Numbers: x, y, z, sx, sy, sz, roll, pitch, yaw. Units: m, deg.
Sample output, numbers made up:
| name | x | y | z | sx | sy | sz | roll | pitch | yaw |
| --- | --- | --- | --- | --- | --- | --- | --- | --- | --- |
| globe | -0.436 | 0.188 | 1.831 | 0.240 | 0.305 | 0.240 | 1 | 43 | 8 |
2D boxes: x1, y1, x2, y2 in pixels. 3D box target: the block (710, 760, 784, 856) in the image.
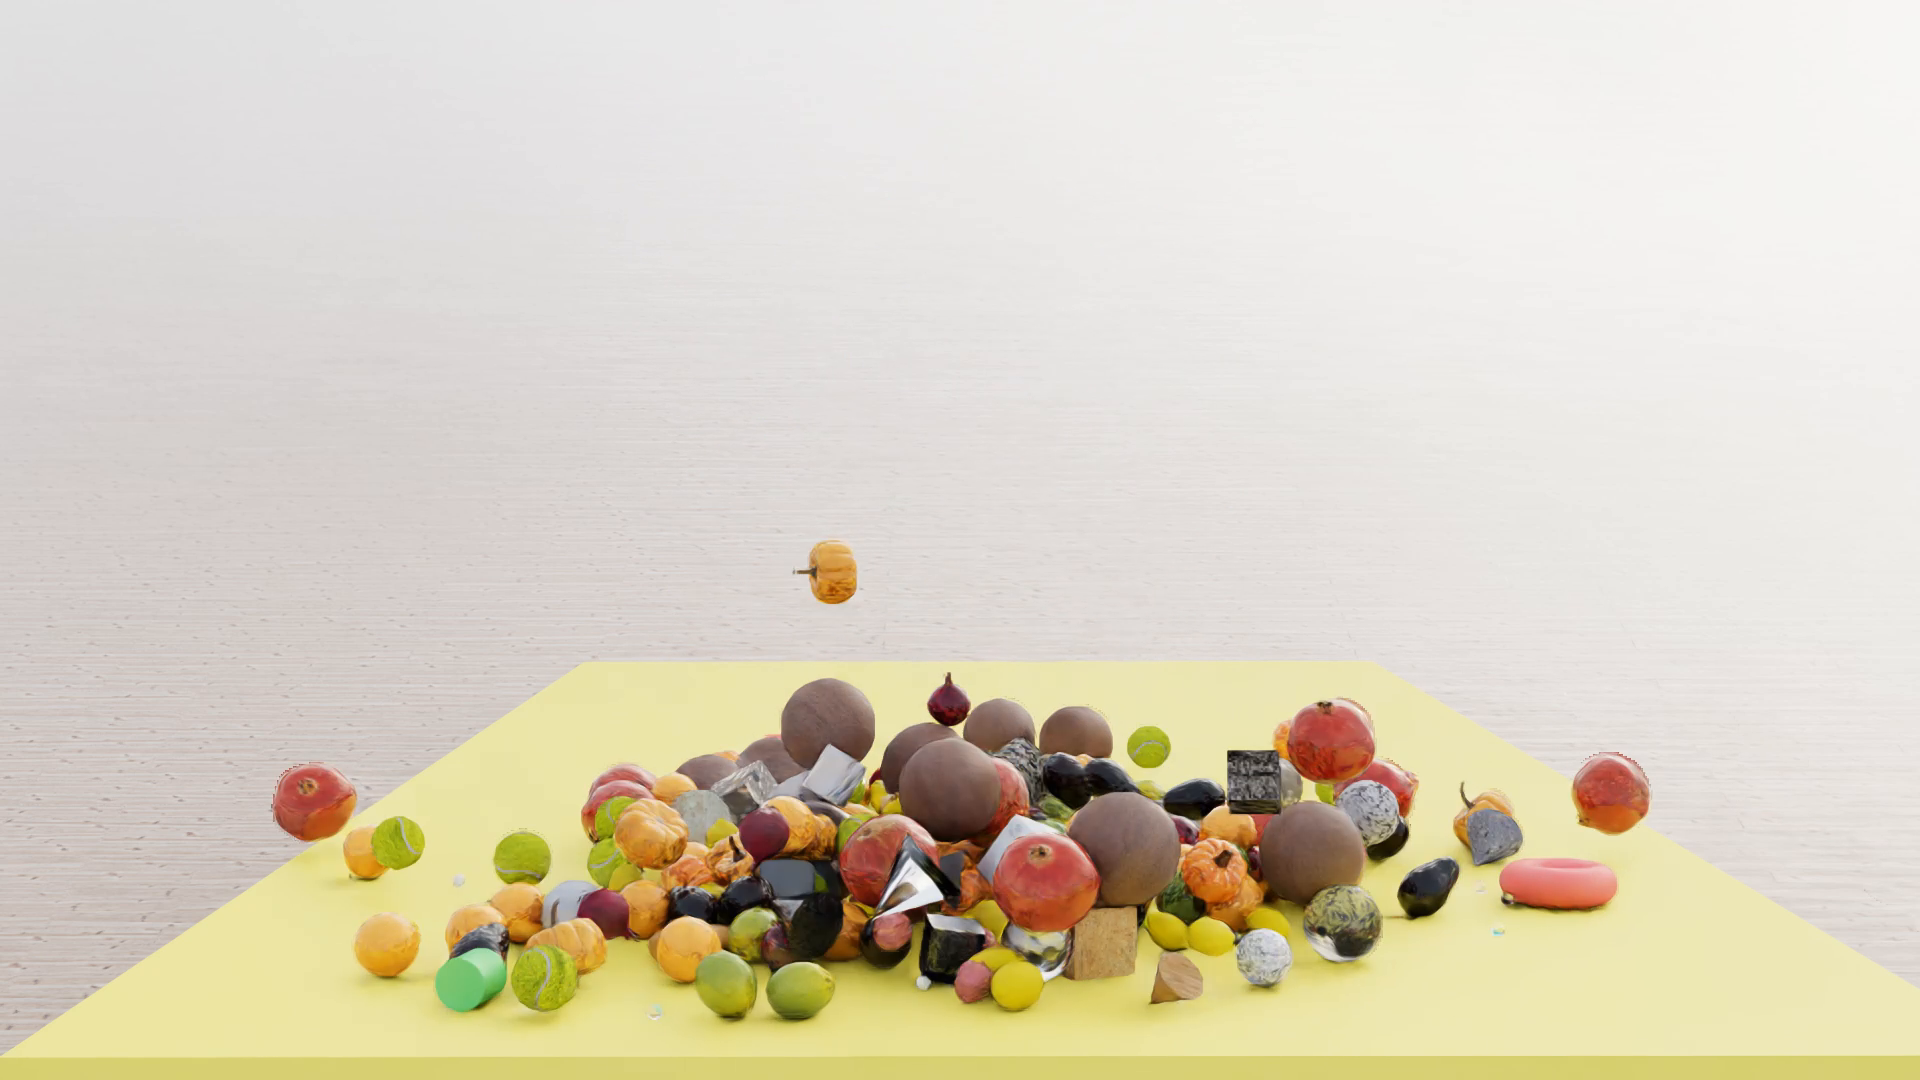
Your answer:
| name | x | y | z | sx | sy | sz | roll | pitch | yaw |
| --- | --- | --- | --- | --- | --- | --- | --- | --- | --- |
| block | -0.308 | 0.384 | 3.684 | 0.084 | 0.084 | 0.084 | -28 | 12 | 20 |

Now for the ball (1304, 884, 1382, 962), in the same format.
| name | x | y | z | sx | sy | sz | roll | pitch | yaw |
| --- | --- | --- | --- | --- | --- | --- | --- | --- | --- |
| ball | 0.441 | 0.442 | 2.963 | 0.090 | 0.090 | 0.090 | 0 | 22 | 0 |

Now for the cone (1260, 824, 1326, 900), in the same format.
| name | x | y | z | sx | sy | sz | roll | pitch | yaw |
| --- | --- | --- | --- | --- | --- | --- | --- | --- | --- |
| cone | 0.441 | 0.420 | 3.385 | 0.091 | 0.091 | 0.091 | 0 | 3 | 0 |

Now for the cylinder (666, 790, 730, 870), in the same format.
| name | x | y | z | sx | sy | sz | roll | pitch | yaw |
| --- | --- | --- | --- | --- | --- | --- | --- | --- | --- |
| cylinder | -0.361 | 0.400 | 3.546 | 0.086 | 0.086 | 0.086 | 3 | 64 | -5 |

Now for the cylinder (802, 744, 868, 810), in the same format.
| name | x | y | z | sx | sy | sz | roll | pitch | yaw |
| --- | --- | --- | --- | --- | --- | --- | --- | --- | --- |
| cylinder | -0.158 | 0.300 | 3.257 | 0.060 | 0.060 | 0.060 | 31 | -8 | 5 |

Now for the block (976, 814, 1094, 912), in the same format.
| name | x | y | z | sx | sy | sz | roll | pitch | yaw |
| --- | --- | --- | --- | --- | --- | --- | --- | --- | --- |
| block | 0.091 | 0.396 | 3.108 | 0.083 | 0.083 | 0.083 | 26 | 13 | -47 |

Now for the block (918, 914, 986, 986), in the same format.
| name | x | y | z | sx | sy | sz | roll | pitch | yaw |
| --- | --- | --- | --- | --- | --- | --- | --- | --- | --- |
| block | -0.009 | 0.456 | 2.859 | 0.060 | 0.060 | 0.060 | 8 | 7 | -8 |

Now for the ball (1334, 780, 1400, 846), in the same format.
| name | x | y | z | sx | sy | sz | roll | pitch | yaw |
| --- | --- | --- | --- | --- | --- | --- | --- | --- | --- |
| ball | 0.550 | 0.369 | 3.473 | 0.088 | 0.088 | 0.088 | 0 | 22 | 0 |

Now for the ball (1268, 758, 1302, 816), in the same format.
| name | x | y | z | sx | sy | sz | roll | pitch | yaw |
| --- | --- | --- | --- | --- | --- | --- | --- | --- | --- |
| ball | 0.492 | 0.387 | 4.038 | 0.092 | 0.092 | 0.092 | 0 | 22 | 0 |

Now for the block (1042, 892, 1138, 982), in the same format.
| name | x | y | z | sx | sy | sz | roll | pitch | yaw |
| --- | --- | --- | --- | --- | --- | --- | --- | --- | --- |
| block | 0.146 | 0.449 | 2.916 | 0.079 | 0.079 | 0.079 | -1 | 5 | -26 |

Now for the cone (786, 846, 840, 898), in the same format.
| name | x | y | z | sx | sy | sz | roll | pitch | yaw |
| --- | --- | --- | --- | --- | --- | --- | --- | --- | --- |
| cone | -0.213 | 0.448 | 3.247 | 0.088 | 0.088 | 0.088 | 14 | 32 | 32 |

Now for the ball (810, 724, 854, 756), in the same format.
| name | x | y | z | sx | sy | sz | roll | pitch | yaw |
| --- | --- | --- | --- | --- | --- | --- | --- | --- | --- |
| ball | -0.229 | 0.366 | 4.522 | 0.086 | 0.086 | 0.086 | 0 | 22 | 0 |

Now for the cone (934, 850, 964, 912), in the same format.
| name | x | y | z | sx | sy | sz | roll | pitch | yaw |
| --- | --- | --- | --- | --- | --- | --- | --- | --- | --- |
| cone | -0.015 | 0.416 | 3.090 | 0.067 | 0.067 | 0.067 | -19 | -8 | -3 |

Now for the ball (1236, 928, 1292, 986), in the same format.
| name | x | y | z | sx | sy | sz | roll | pitch | yaw |
| --- | --- | --- | --- | --- | --- | --- | --- | --- | --- |
| ball | 0.336 | 0.461 | 2.845 | 0.063 | 0.063 | 0.063 | 0 | 22 | 0 |

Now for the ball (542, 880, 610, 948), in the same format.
| name | x | y | z | sx | sy | sz | roll | pitch | yaw |
| --- | --- | --- | --- | --- | --- | --- | --- | --- | --- |
| ball | -0.456 | 0.443 | 3.049 | 0.080 | 0.080 | 0.080 | 0 | 22 | 0 |

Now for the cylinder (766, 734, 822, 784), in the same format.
| name | x | y | z | sx | sy | sz | roll | pitch | yaw |
| --- | --- | --- | --- | --- | --- | --- | --- | --- | --- |
| cylinder | -0.281 | 0.372 | 4.331 | 0.092 | 0.092 | 0.092 | 1 | 22 | -5 |

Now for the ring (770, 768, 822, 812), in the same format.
| name | x | y | z | sx | sy | sz | roll | pitch | yaw |
| --- | --- | --- | --- | --- | --- | --- | --- | --- | --- |
| ring | -0.210 | 0.339 | 3.524 | 0.112 | 0.037 | 0.112 | -24 | 1 | 0 |

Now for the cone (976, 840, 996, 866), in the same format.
| name | x | y | z | sx | sy | sz | roll | pitch | yaw |
| --- | --- | --- | --- | --- | --- | --- | --- | --- | --- |
| cone | 0.062 | 0.388 | 3.268 | 0.068 | 0.068 | 0.068 | 8 | 47 | 18 |

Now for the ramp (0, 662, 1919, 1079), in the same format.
| name | x | y | z | sx | sy | sz | roll | pitch | yaw |
| --- | --- | --- | --- | --- | --- | --- | --- | --- | --- |
| ramp | 0.051 | 0.458 | 4.533 | 2.000 | 0.100 | 4.000 | 0 | 3 | 0 |

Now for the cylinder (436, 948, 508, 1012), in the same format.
| name | x | y | z | sx | sy | sz | roll | pitch | yaw |
| --- | --- | --- | --- | --- | --- | --- | --- | --- | --- |
| cylinder | -0.522 | 0.470 | 2.748 | 0.057 | 0.057 | 0.057 | 6 | 4 | 14 |

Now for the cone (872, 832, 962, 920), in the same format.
| name | x | y | z | sx | sy | sz | roll | pitch | yaw |
| --- | --- | --- | --- | --- | --- | --- | --- | --- | --- |
| cone | -0.064 | 0.397 | 2.907 | 0.095 | 0.095 | 0.095 | -42 | 31 | -4 |

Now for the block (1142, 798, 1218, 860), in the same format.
| name | x | y | z | sx | sy | sz | roll | pitch | yaw |
| --- | --- | --- | --- | --- | --- | --- | --- | --- | --- |
| block | 0.315 | 0.412 | 3.673 | 0.075 | 0.075 | 0.075 | 3 | 1 | 43 |

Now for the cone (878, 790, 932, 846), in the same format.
| name | x | y | z | sx | sy | sz | roll | pitch | yaw |
| --- | --- | --- | --- | --- | --- | --- | --- | --- | --- |
| cone | -0.086 | 0.346 | 3.328 | 0.076 | 0.076 | 0.076 | -10 | 21 | -24 |

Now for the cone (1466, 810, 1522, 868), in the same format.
| name | x | y | z | sx | sy | sz | roll | pitch | yaw |
| --- | --- | --- | --- | --- | --- | --- | --- | --- | --- |
| cone | 0.737 | 0.436 | 3.611 | 0.083 | 0.083 | 0.083 | 12 | 35 | 27 |

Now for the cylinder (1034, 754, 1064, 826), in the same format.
| name | x | y | z | sx | sy | sz | roll | pitch | yaw |
| --- | --- | --- | --- | --- | --- | --- | --- | --- | --- |
| cylinder | 0.106 | 0.380 | 3.883 | 0.093 | 0.093 | 0.093 | -4 | -19 | -1 |

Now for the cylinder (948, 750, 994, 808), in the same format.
| name | x | y | z | sx | sy | sz | roll | pitch | yaw |
| --- | --- | --- | --- | --- | --- | --- | --- | --- | --- |
| cylinder | 0.029 | 0.386 | 4.156 | 0.083 | 0.083 | 0.083 | 5 | 4 | 12 |

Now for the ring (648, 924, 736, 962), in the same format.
| name | x | y | z | sx | sy | sz | roll | pitch | yaw |
| --- | --- | --- | --- | --- | --- | --- | --- | --- | --- |
| ring | -0.310 | 0.466 | 2.976 | 0.103 | 0.034 | 0.103 | -5 | -4 | 0 |

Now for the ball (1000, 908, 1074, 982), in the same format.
| name | x | y | z | sx | sy | sz | roll | pitch | yaw |
| --- | --- | --- | --- | --- | --- | --- | --- | --- | --- |
| ball | 0.085 | 0.451 | 2.858 | 0.081 | 0.081 | 0.081 | 0 | 22 | 0 |

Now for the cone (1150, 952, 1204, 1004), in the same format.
| name | x | y | z | sx | sy | sz | roll | pitch | yaw |
| --- | --- | --- | --- | --- | --- | --- | --- | --- | --- |
| cone | 0.219 | 0.479 | 2.738 | 0.059 | 0.059 | 0.059 | 25 | 38 | -21 |

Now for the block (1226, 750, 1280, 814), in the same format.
| name | x | y | z | sx | sy | sz | roll | pitch | yaw |
| --- | --- | --- | --- | --- | --- | --- | --- | --- | --- |
| block | 0.343 | 0.283 | 3.001 | 0.060 | 0.060 | 0.060 | -2 | -22 | 9 |

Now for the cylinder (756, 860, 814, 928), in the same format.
| name | x | y | z | sx | sy | sz | roll | pitch | yaw |
| --- | --- | --- | --- | --- | --- | --- | --- | --- | --- |
| cylinder | -0.212 | 0.430 | 3.125 | 0.069 | 0.069 | 0.069 | 0 | -23 | 0 |

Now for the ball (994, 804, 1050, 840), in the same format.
| name | x | y | z | sx | sy | sz | roll | pitch | yaw |
| --- | --- | --- | --- | --- | --- | --- | --- | --- | --- |
| ball | 0.087 | 0.408 | 3.575 | 0.081 | 0.081 | 0.081 | 0 | 22 | 0 |

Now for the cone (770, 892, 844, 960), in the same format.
| name | x | y | z | sx | sy | sz | roll | pitch | yaw |
| --- | --- | --- | --- | --- | --- | --- | --- | --- | --- |
| cone | -0.187 | 0.419 | 2.886 | 0.081 | 0.081 | 0.081 | -19 | 27 | -39 |

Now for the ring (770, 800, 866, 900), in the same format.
| name | x | y | z | sx | sy | sz | roll | pitch | yaw |
| --- | --- | --- | --- | --- | --- | --- | --- | --- | --- |
| ring | -0.184 | 0.403 | 3.314 | 0.137 | 0.137 | 0.046 | 10 | 13 | 24 |

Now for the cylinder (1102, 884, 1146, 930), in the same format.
| name | x | y | z | sx | sy | sz | roll | pitch | yaw |
| --- | --- | --- | --- | --- | --- | --- | --- | --- | --- |
| cylinder | 0.191 | 0.444 | 3.084 | 0.062 | 0.062 | 0.062 | 2 | -8 | 5 |

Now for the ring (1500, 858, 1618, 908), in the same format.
| name | x | y | z | sx | sy | sz | roll | pitch | yaw |
| --- | --- | --- | --- | --- | --- | --- | --- | --- | --- |
| ring | 0.775 | 0.444 | 3.331 | 0.150 | 0.050 | 0.150 | 0 | 1 | 0 |
